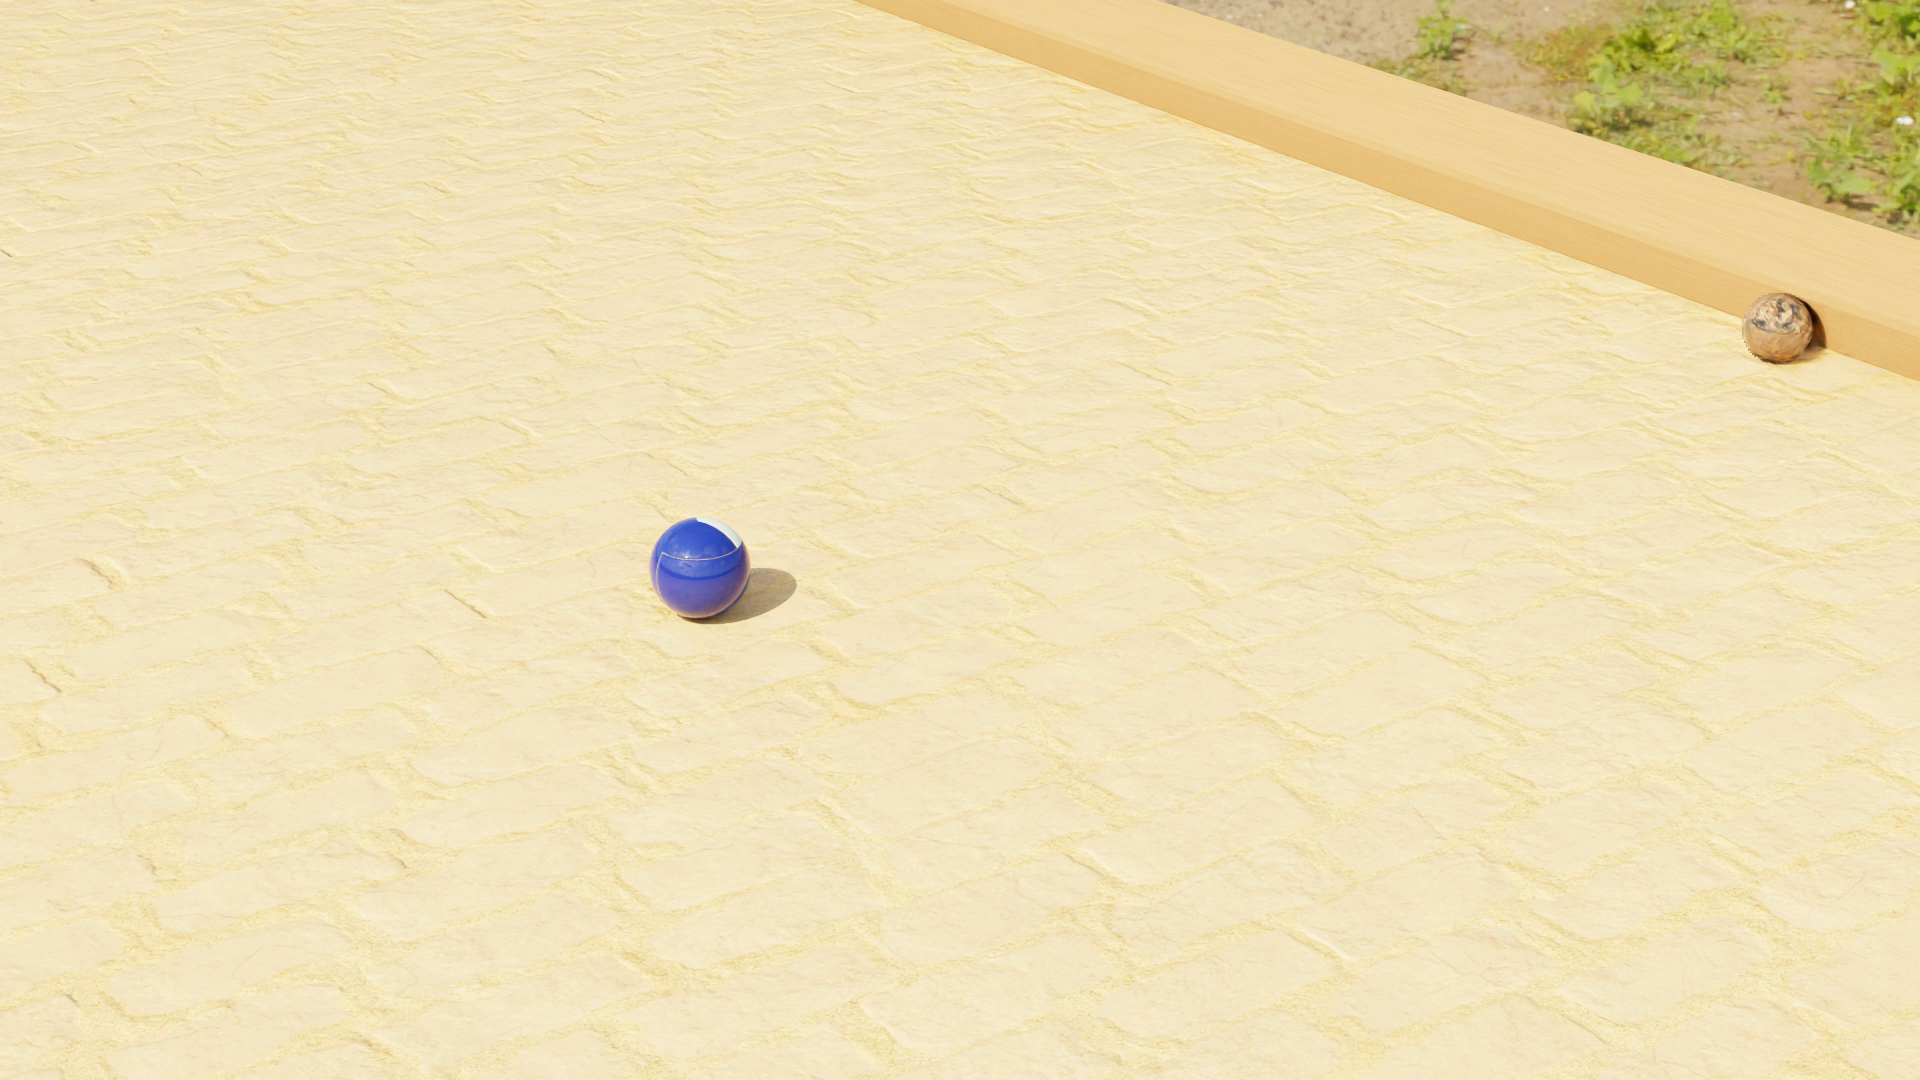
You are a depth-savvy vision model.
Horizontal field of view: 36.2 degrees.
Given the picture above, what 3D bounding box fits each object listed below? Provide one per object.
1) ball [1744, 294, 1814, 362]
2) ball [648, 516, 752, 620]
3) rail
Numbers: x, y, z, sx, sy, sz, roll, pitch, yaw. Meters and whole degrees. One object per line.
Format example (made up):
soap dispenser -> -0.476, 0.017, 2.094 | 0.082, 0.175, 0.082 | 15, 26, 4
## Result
ball -> 0.731, -0.190, 2.625 | 0.060, 0.060, 0.060 | 0, 24, 0
ball -> -0.190, 0.020, 2.146 | 0.075, 0.075, 0.075 | 0, 24, 0
rail -> 0.194, -0.553, 3.347 | 0.045, 0.123, 3.736 | -17, 29, -32
